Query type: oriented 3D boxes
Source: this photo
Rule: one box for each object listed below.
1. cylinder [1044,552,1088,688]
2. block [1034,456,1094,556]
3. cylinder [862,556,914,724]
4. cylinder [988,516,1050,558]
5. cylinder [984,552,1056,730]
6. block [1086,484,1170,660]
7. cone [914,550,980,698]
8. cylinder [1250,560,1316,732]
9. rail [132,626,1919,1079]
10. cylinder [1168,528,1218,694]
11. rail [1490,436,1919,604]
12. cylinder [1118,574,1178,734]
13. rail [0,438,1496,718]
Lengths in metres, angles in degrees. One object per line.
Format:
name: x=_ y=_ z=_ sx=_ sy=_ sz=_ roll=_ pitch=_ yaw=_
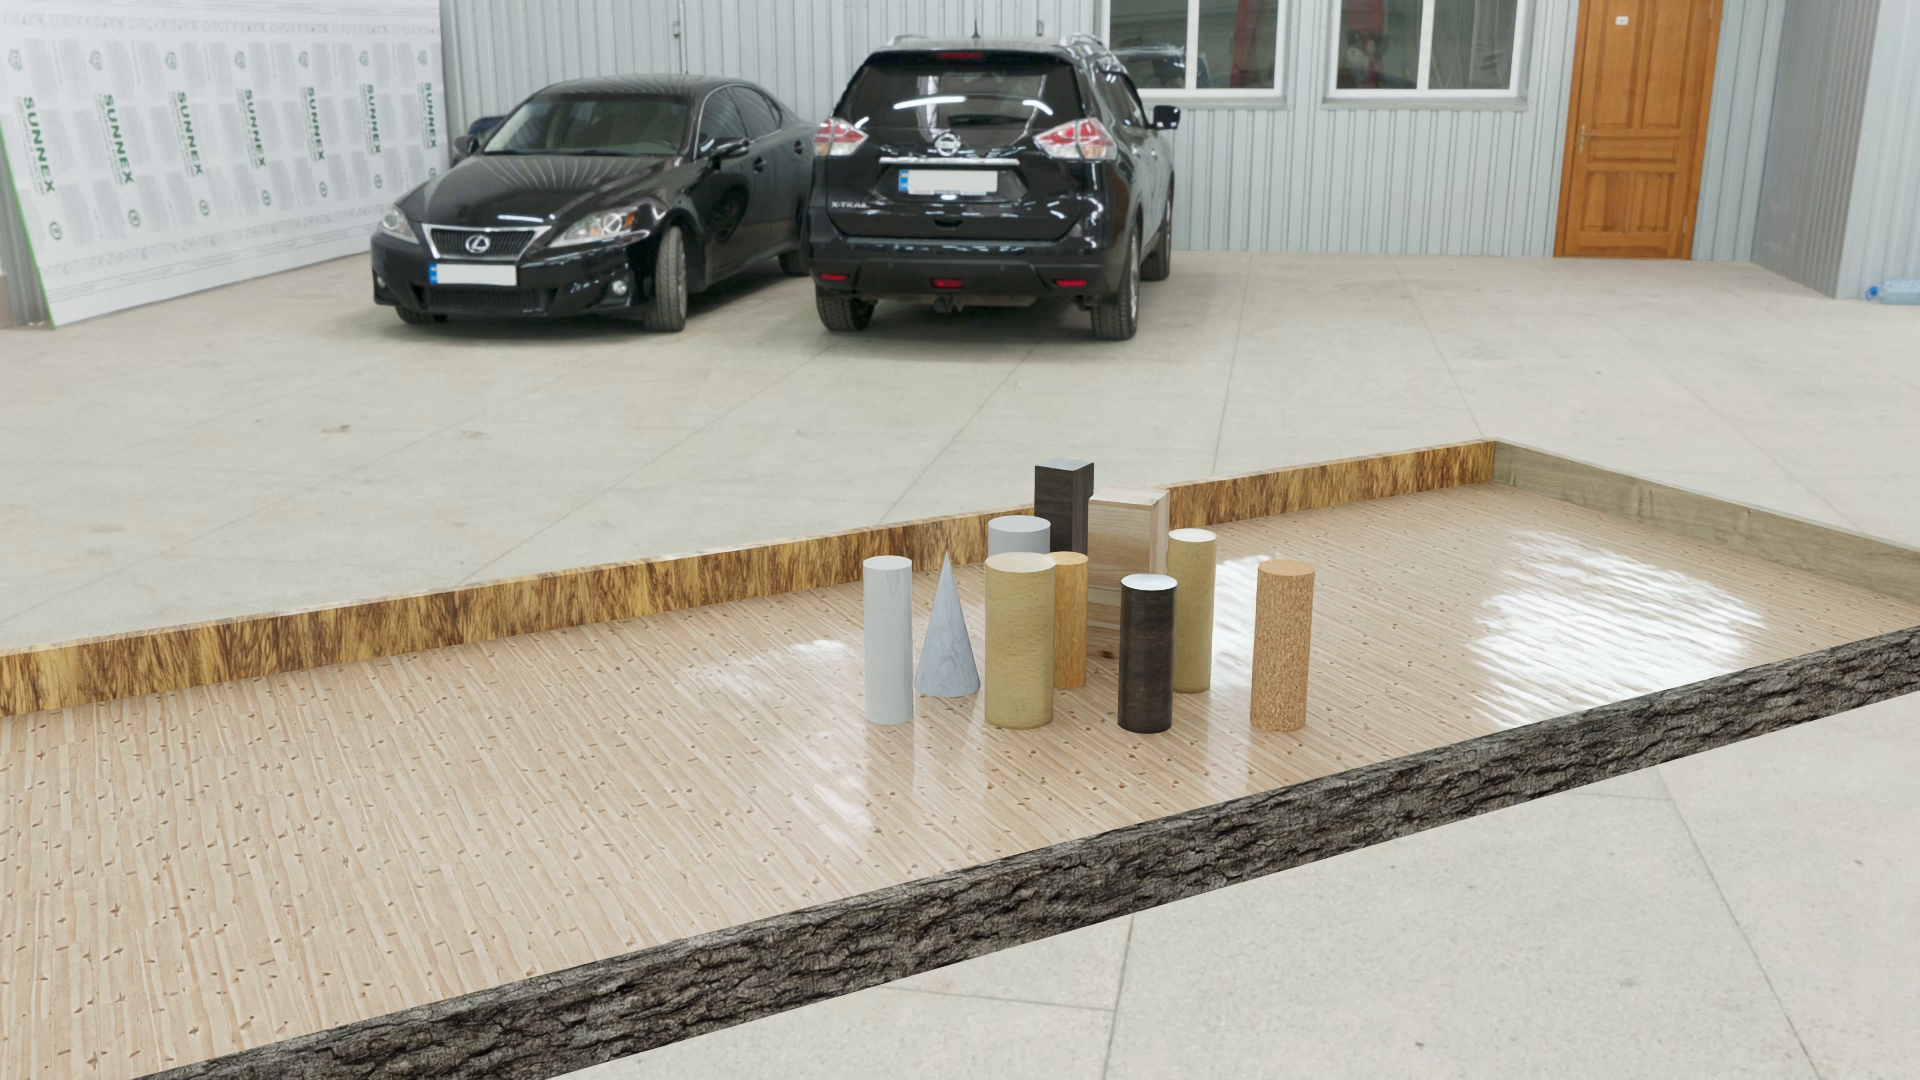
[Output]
cylinder: x=0.260 y=0.199 z=4.106 sx=0.113 sy=0.322 sz=0.113 roll=0 pitch=16 yaw=0
block: x=0.289 y=-0.006 z=4.616 sx=0.121 sy=0.428 sz=0.121 roll=10 pitch=19 yaw=31
cylinder: x=-0.168 y=0.235 z=3.879 sx=0.114 sy=0.381 sz=0.114 roll=0 pitch=16 yaw=0
cylinder: x=0.154 y=0.121 z=4.340 sx=0.162 sy=0.341 sz=0.162 roll=0 pitch=16 yaw=0
cylinder: x=0.140 y=0.235 z=3.871 sx=0.163 sy=0.385 sz=0.163 roll=0 pitch=16 yaw=0
block: x=0.438 y=0.086 z=4.310 sx=0.166 sy=0.424 sz=0.166 roll=7 pitch=18 yaw=23
cone: x=-0.032 y=0.193 z=4.074 sx=0.167 sy=0.353 sz=0.167 roll=0 pitch=16 yaw=0
cylinder: x=0.750 y=0.246 z=3.842 sx=0.130 sy=0.381 sz=0.130 roll=0 pitch=16 yaw=0
rail: x=-2.336 y=1.006 z=1.665 sx=12.000 sy=0.150 sz=0.050 roll=-9 pitch=18 yaw=-27
cylinder: x=0.567 y=0.175 z=4.067 sx=0.118 sy=0.391 sz=0.118 roll=0 pitch=16 yaw=0
rail: x=2.466 y=-0.048 z=5.253 sx=0.050 sy=0.150 sz=2.100 roll=-9 pitch=18 yaw=-27
cylinder: x=0.435 y=0.264 z=3.837 sx=0.128 sy=0.350 sz=0.128 roll=0 pitch=16 yaw=0
rail: x=-3.305 y=0.497 z=3.399 sx=12.000 sy=0.150 sz=0.050 roll=-9 pitch=18 yaw=-27
